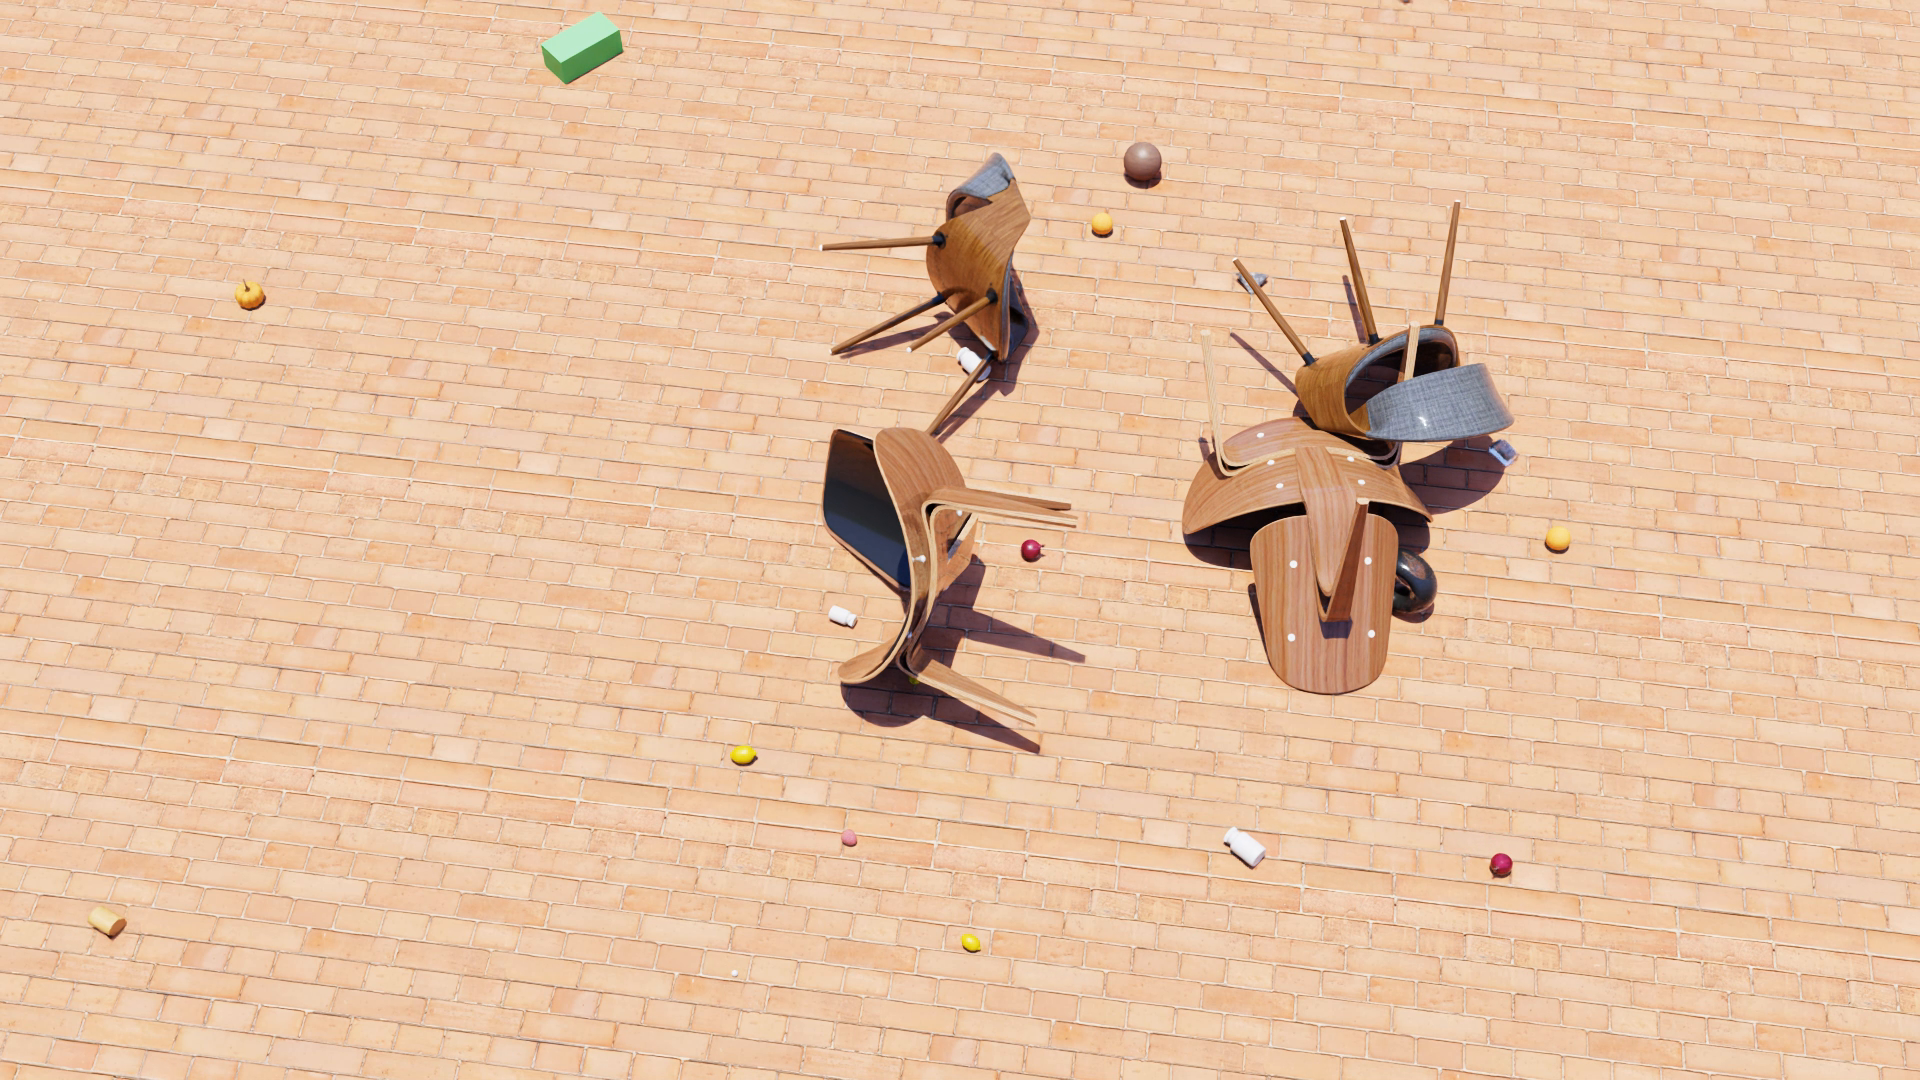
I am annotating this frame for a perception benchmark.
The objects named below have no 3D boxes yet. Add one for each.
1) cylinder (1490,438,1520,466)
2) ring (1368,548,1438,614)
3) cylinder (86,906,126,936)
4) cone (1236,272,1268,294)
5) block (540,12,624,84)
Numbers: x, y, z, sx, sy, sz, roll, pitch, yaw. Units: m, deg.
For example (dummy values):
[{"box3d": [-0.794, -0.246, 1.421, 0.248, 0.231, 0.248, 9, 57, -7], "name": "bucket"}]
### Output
[{"box3d": [1.667, -0.270, 6.733, 0.058, 0.034, 0.073, -37, 63, -8], "name": "cylinder"}, {"box3d": [1.288, 0.118, 6.392, 0.212, 0.183, 0.105, 42, 48, 11], "name": "ring"}, {"box3d": [-2.276, 1.016, 5.862, 0.075, 0.047, 0.061, 25, 31, 16], "name": "cylinder"}, {"box3d": [0.944, -0.823, 7.110, 0.108, 0.059, 0.069, 3, 79, 1], "name": "cone"}, {"box3d": [-1.316, -1.716, 7.664, 0.249, 0.102, 0.121, -36, 63, -21], "name": "block"}]
